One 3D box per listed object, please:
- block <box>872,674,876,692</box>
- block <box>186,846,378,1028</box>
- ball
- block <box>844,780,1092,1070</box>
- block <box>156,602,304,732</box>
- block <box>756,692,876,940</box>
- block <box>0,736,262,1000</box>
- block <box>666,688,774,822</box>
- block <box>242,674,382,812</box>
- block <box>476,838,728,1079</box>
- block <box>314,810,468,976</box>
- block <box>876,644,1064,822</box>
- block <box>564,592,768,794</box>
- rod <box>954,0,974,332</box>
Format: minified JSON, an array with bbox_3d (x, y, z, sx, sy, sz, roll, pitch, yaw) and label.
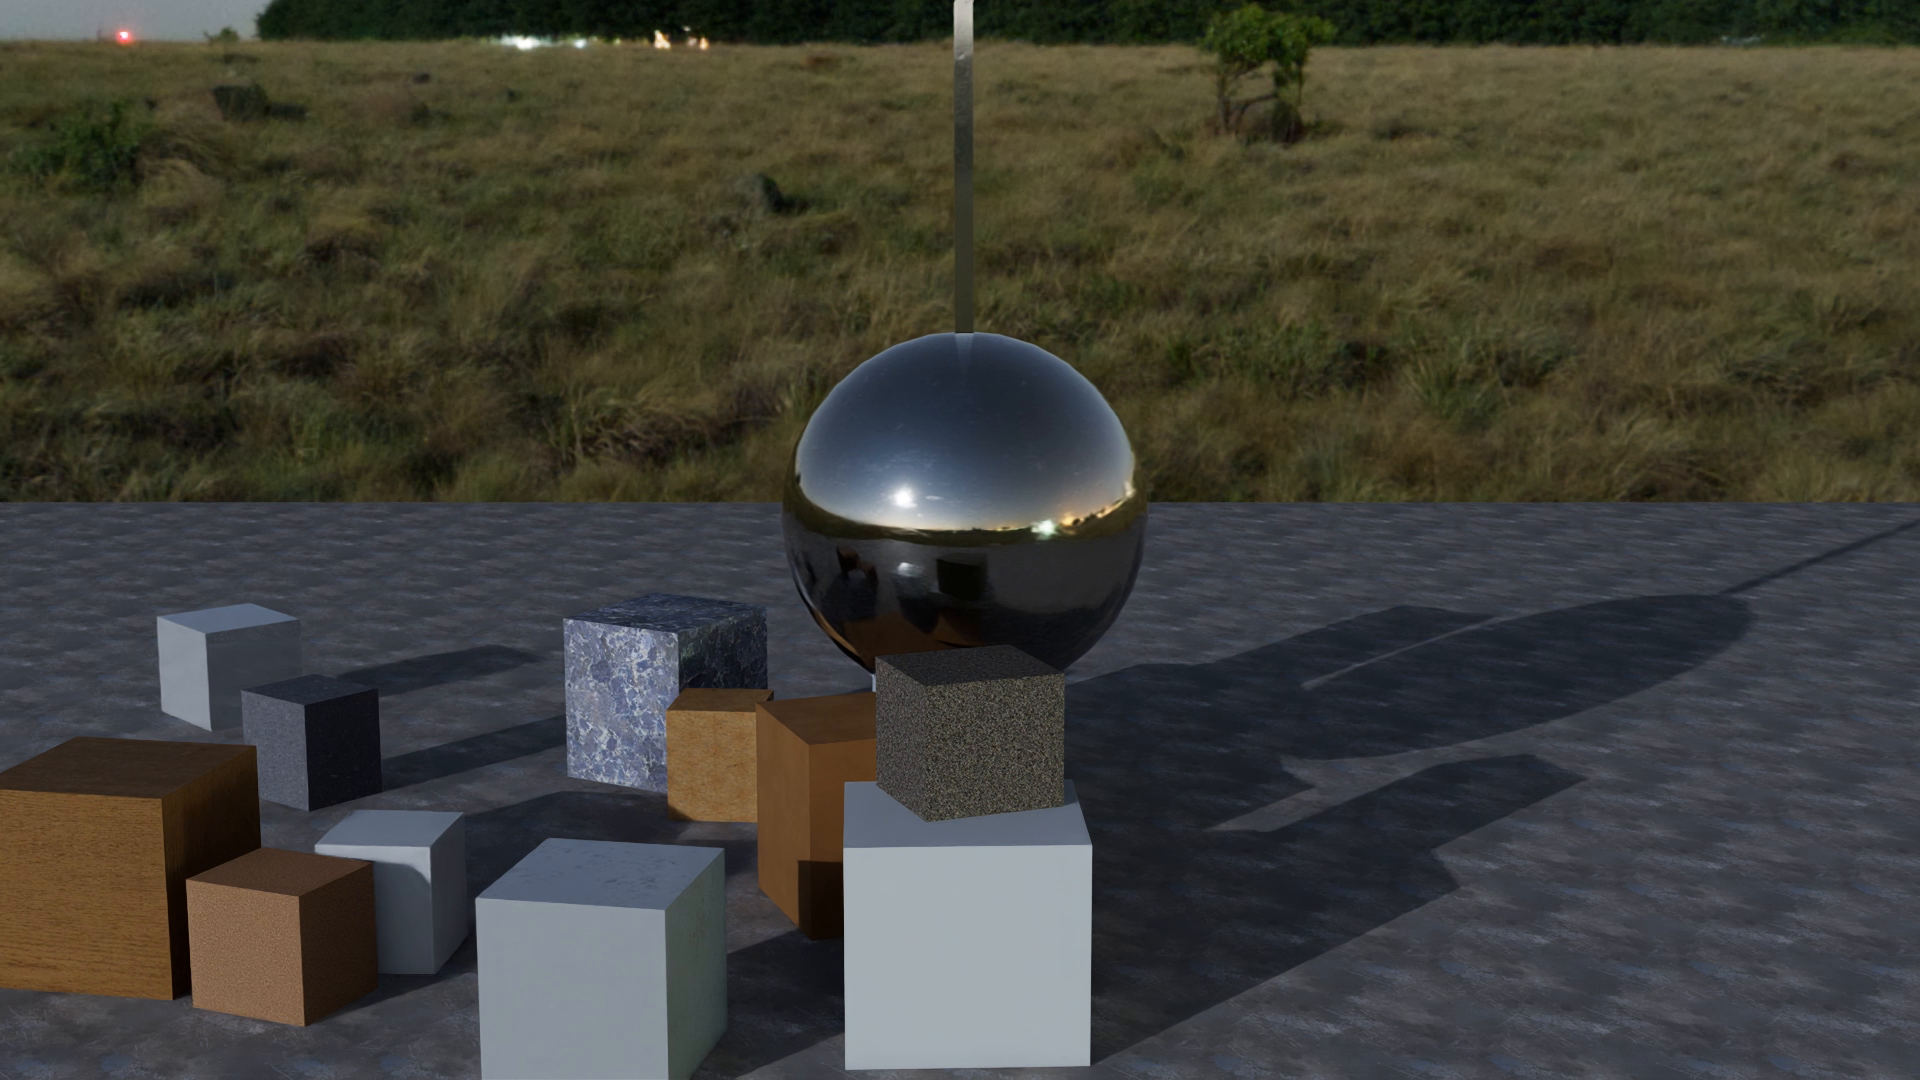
[{"bbox_3d":[0.023,0.788,13.208,0.904,0.725,0.842,0,10,1],"label":"block"},{"bbox_3d":[-2.593,1.512,9.832,0.520,0.507,0.455,4,11,23],"label":"block"},{"bbox_3d":[0.022,-0.109,11.161,1.600,1.600,1.600,0,10,0],"label":"ball"},{"bbox_3d":[0.011,1.407,9.527,0.876,0.823,0.859,0,10,-2],"label":"block"},{"bbox_3d":[-4.042,0.696,14.223,0.559,0.542,0.595,-9,14,-41],"label":"block"},{"bbox_3d":[-0.421,1.151,10.923,0.697,0.828,0.771,-4,11,-20],"label":"block"},{"bbox_3d":[-3.337,1.290,10.230,0.795,0.802,0.792,2,10,11],"label":"block"},{"bbox_3d":[-1.150,1.033,12.379,0.437,0.539,0.455,1,10,6],"label":"block"},{"bbox_3d":[-3.192,0.991,12.639,0.496,0.528,0.442,8,13,38],"label":"block"},{"bbox_3d":[-1.267,1.529,9.193,0.681,0.703,0.721,2,11,11],"label":"block"},{"bbox_3d":[-2.280,1.412,10.325,0.460,0.527,0.485,1,10,5],"label":"block"},{"bbox_3d":[0.033,0.714,9.620,0.548,0.507,0.526,-4,11,-22],"label":"block"},{"bbox_3d":[-1.487,0.767,13.061,0.707,0.817,0.763,6,12,30],"label":"block"},{"bbox_3d":[0.009,-3.454,10.552,0.080,5.200,0.080,0,10,0],"label":"rod"}]
